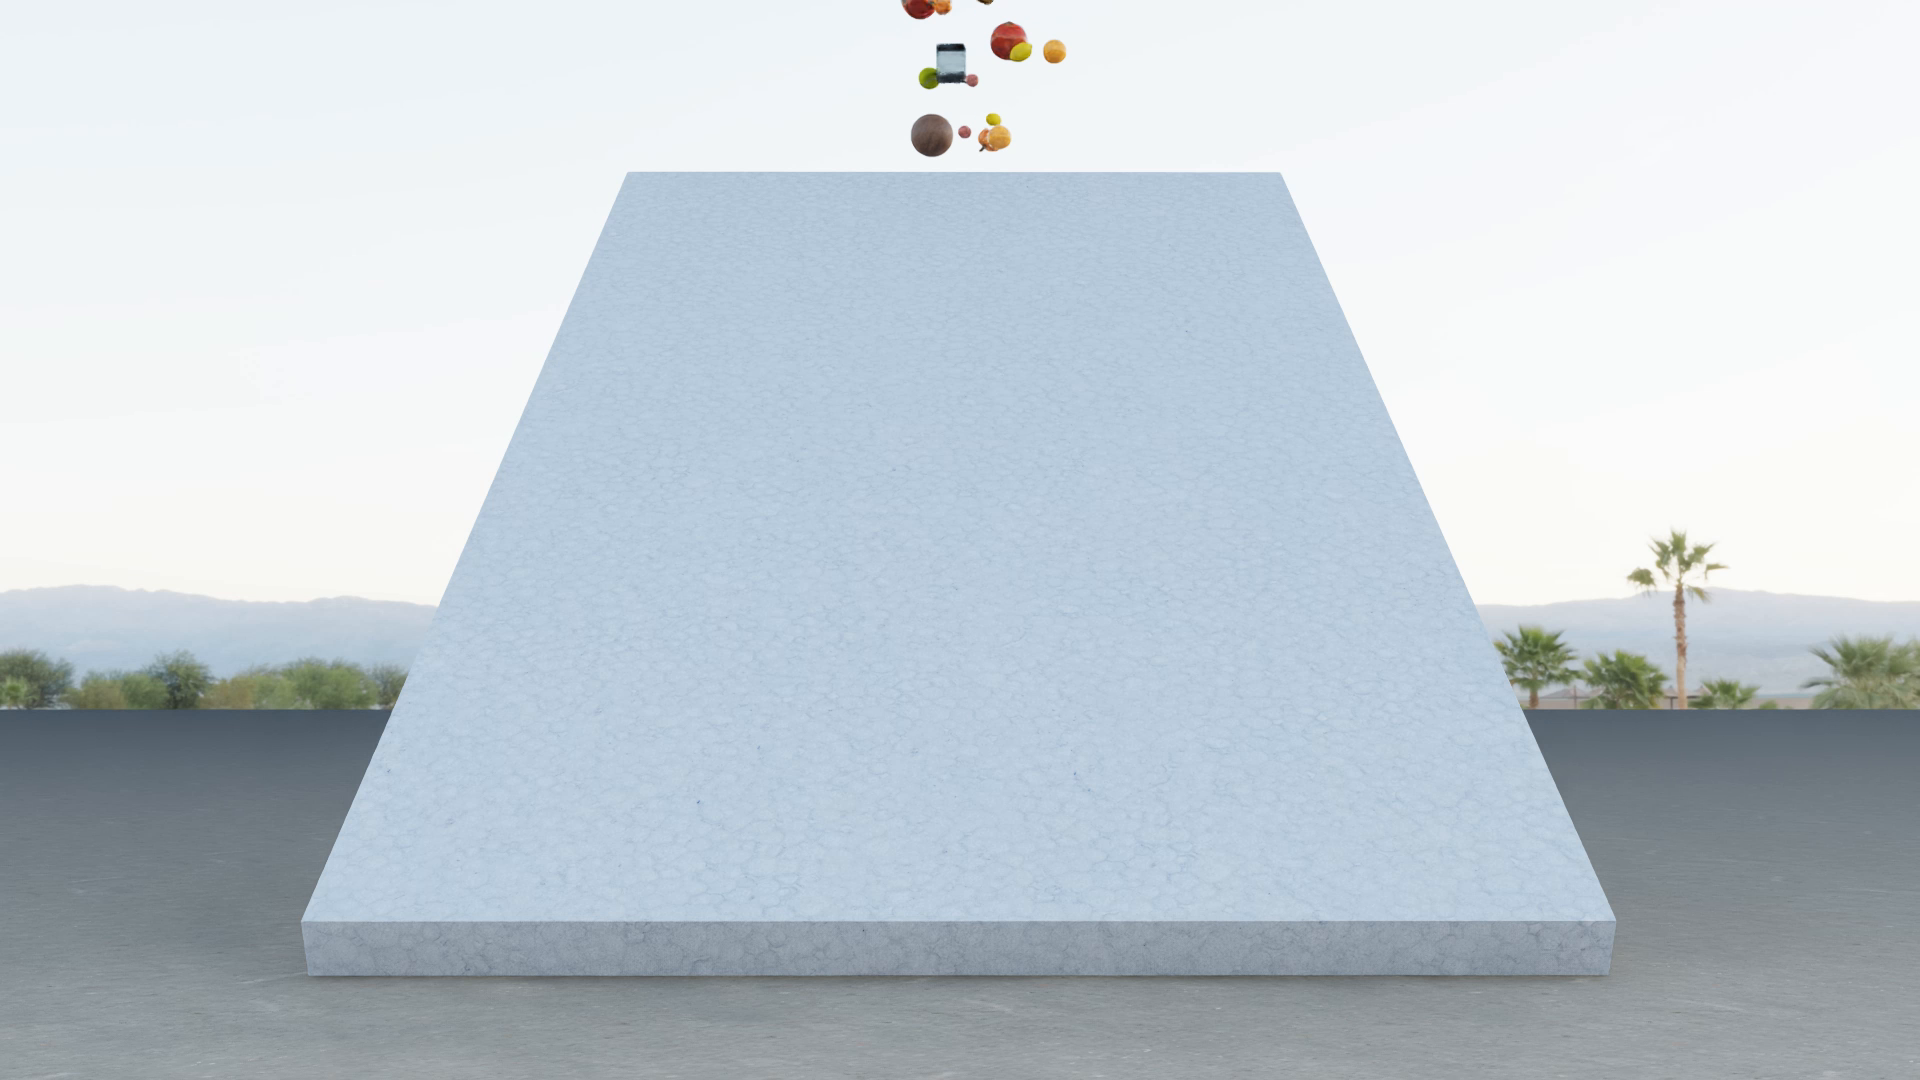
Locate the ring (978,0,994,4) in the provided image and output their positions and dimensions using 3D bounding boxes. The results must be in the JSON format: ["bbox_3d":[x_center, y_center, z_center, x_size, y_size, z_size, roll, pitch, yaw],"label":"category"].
[{"bbox_3d":[0.055,-1.644,6.961,0.043,0.130,0.130,-40,-27,31],"label":"ring"}]

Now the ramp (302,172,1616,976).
[{"bbox_3d":[-0.009,-0.229,5.395,2.000,0.100,4.000,0,25,0],"label":"ramp"}]

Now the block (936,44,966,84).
[{"bbox_3d":[-0.027,-1.452,7.147,0.090,0.090,0.090,-2,-10,2],"label":"block"}]
